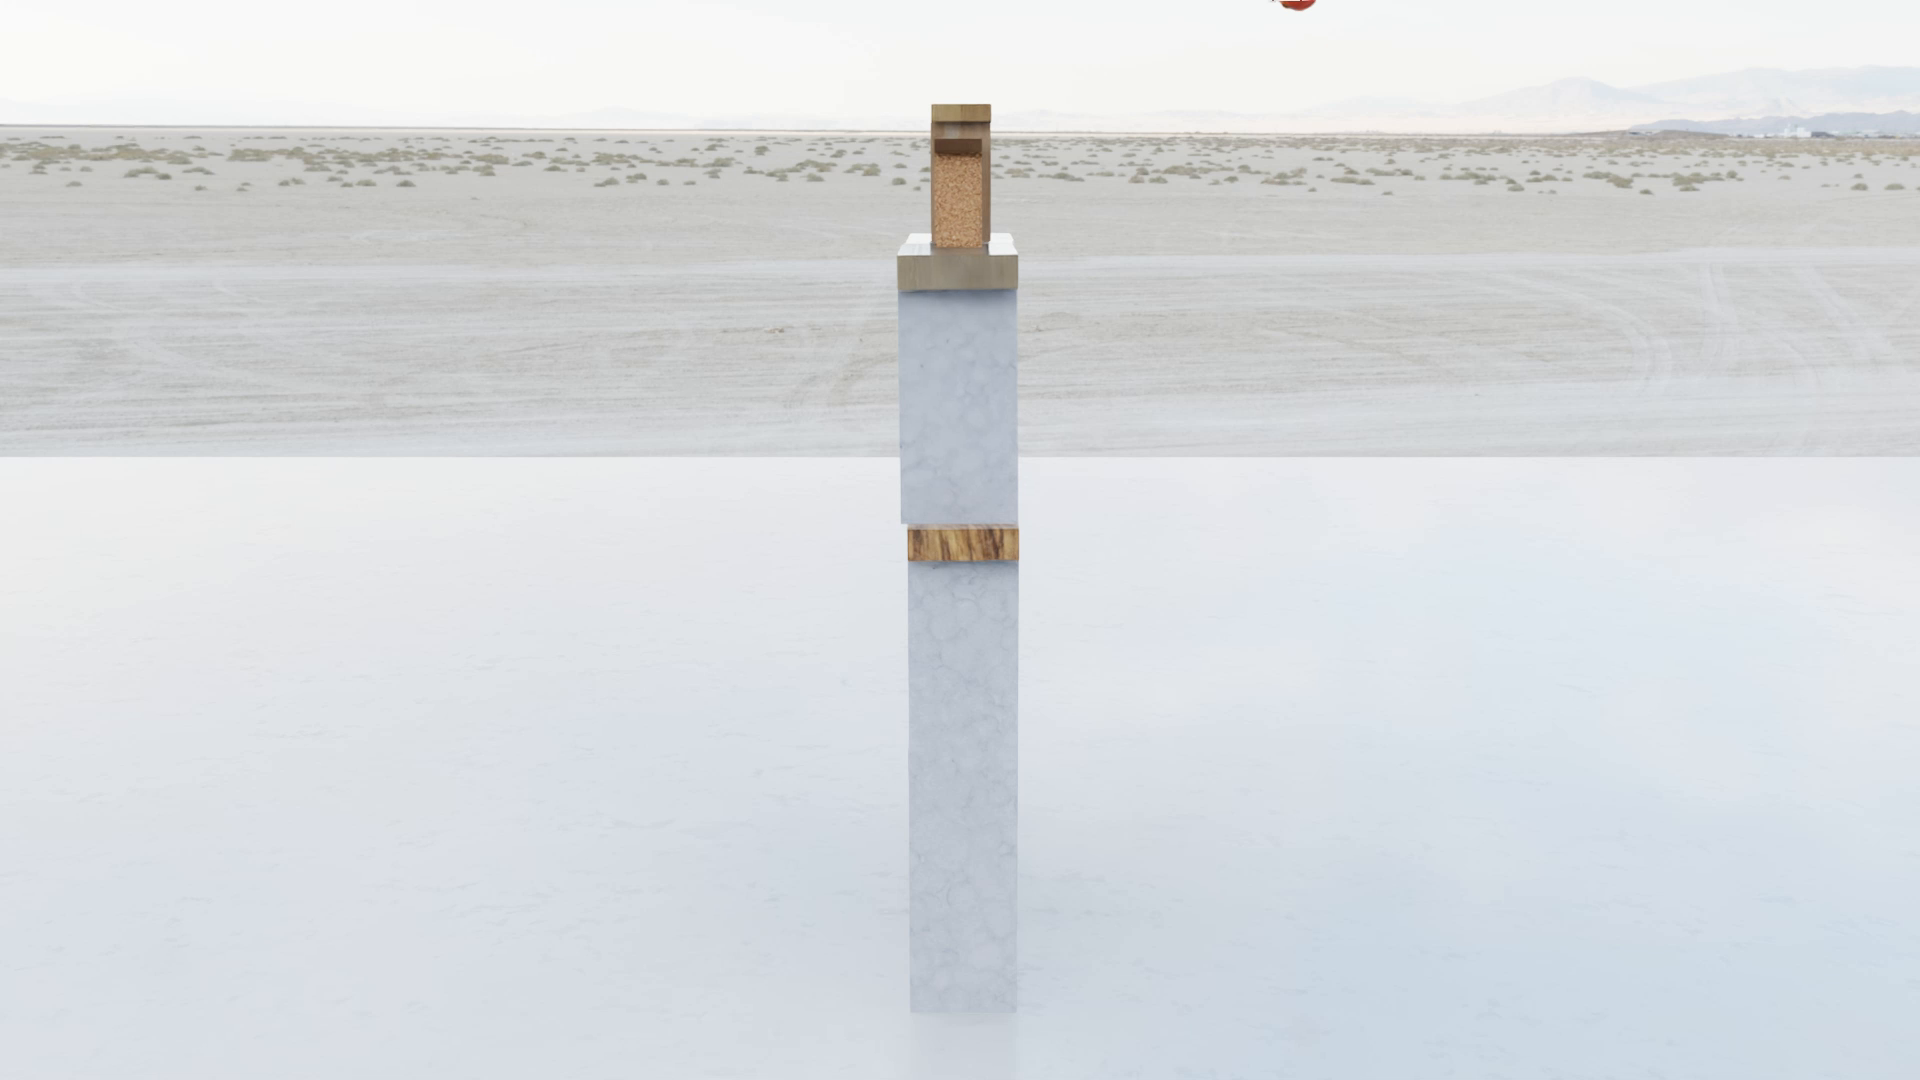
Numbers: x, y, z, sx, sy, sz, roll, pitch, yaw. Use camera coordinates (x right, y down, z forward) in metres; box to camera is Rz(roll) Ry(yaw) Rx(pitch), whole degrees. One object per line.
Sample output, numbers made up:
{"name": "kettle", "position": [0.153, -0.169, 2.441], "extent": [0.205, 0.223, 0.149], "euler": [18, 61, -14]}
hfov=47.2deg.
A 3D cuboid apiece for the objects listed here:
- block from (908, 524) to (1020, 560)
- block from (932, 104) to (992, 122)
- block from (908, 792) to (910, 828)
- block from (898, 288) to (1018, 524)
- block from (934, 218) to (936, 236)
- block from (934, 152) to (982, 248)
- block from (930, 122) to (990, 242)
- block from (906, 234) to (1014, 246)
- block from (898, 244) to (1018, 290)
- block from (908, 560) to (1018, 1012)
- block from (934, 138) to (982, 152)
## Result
{"name": "block", "position": [0.004, -0.020, 3.169], "extent": [0.154, 0.044, 0.308], "euler": [0, 10, 0]}
{"name": "block", "position": [0.002, -0.651, 3.355], "extent": [0.090, 0.025, 0.179], "euler": [0, 10, 0]}
{"name": "block", "position": [0.003, 0.496, 3.306], "extent": [0.158, 0.317, 0.045], "euler": [0, 11, 0]}
{"name": "block", "position": [-0.002, -0.187, 3.052], "extent": [0.163, 0.327, 0.046], "euler": [0, 10, 0]}
{"name": "block", "position": [-0.004, -0.507, 3.264], "extent": [0.067, 0.135, 0.019], "euler": [0, 10, 0]}
{"name": "block", "position": [-0.003, -0.491, 3.176], "extent": [0.067, 0.135, 0.019], "euler": [0, 10, 0]}
{"name": "block", "position": [0.001, -0.540, 3.314], "extent": [0.090, 0.179, 0.025], "euler": [0, 10, 0]}
{"name": "block", "position": [0.000, -0.450, 3.450], "extent": [0.163, 0.046, 0.327], "euler": [0, 10, 0]}
{"name": "block", "position": [-0.004, -0.390, 3.126], "extent": [0.163, 0.046, 0.327], "euler": [-1, 10, 0]}
{"name": "block", "position": [0.005, 0.349, 3.133], "extent": [0.154, 0.669, 0.044], "euler": [0, 11, 0]}
{"name": "block", "position": [-0.002, -0.575, 3.207], "extent": [0.067, 0.019, 0.135], "euler": [0, 10, 1]}
